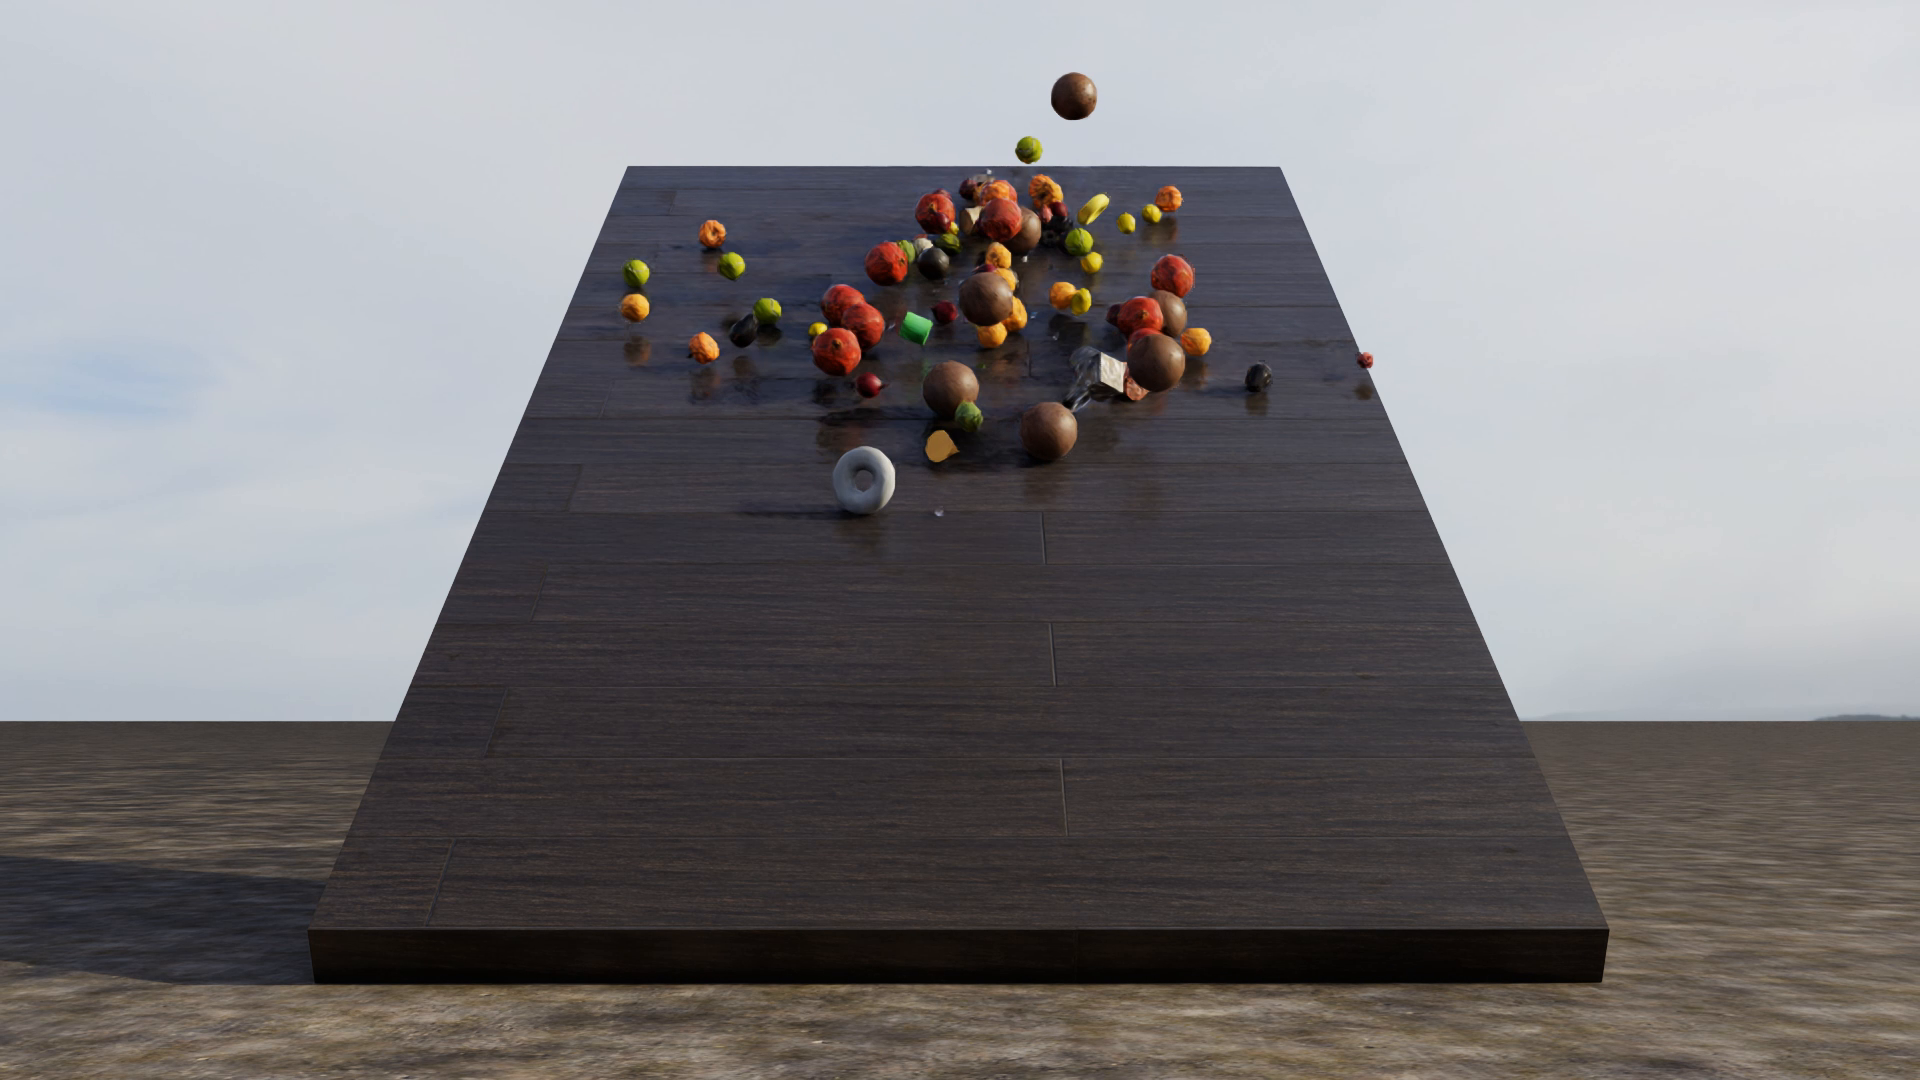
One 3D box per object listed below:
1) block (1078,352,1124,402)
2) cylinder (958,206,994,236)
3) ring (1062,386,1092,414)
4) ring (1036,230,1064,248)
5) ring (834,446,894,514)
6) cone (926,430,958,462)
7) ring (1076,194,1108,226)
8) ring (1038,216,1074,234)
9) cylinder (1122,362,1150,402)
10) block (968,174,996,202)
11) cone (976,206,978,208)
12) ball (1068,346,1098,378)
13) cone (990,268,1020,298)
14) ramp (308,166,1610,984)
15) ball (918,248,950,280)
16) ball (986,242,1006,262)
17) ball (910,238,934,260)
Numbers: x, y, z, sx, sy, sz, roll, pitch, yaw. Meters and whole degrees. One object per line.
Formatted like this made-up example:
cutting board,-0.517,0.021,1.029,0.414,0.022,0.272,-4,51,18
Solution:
block,0.325,-0.375,5.443,0.076,0.076,0.076,22,-31,-36
cylinder,0.046,-0.896,6.612,0.074,0.074,0.074,-14,4,-30
ring,0.268,-0.323,5.399,0.082,0.027,0.082,-34,-19,-14
ring,0.249,-0.834,6.531,0.083,0.028,0.083,10,30,-6
ring,-0.202,-0.126,4.960,0.144,0.144,0.048,-2,-5,24
cone,-0.025,-0.203,5.231,0.072,0.072,0.072,-4,-10,40
ring,0.374,-0.931,6.636,0.110,0.037,0.110,-41,-8,-7
ring,0.270,-0.886,6.635,0.102,0.034,0.102,-5,24,2
cylinder,0.401,-0.373,5.539,0.070,0.070,0.070,2,28,-28
block,0.062,-1.036,6.915,0.058,0.058,0.058,21,36,34
cone,0.044,-0.926,6.690,0.056,0.056,0.056,5,29,-3
ball,0.301,-0.423,5.631,0.082,0.082,0.082,0,-4,0
cone,0.102,-0.664,6.087,0.074,0.074,0.074,-3,3,38
ramp,-0.010,-0.229,5.436,2.000,0.100,4.000,0,26,0
ball,-0.071,-0.737,6.269,0.087,0.087,0.087,0,-4,0
ball,0.099,-0.781,6.399,0.055,0.055,0.055,0,-4,0
ball,-0.104,-0.792,6.410,0.064,0.064,0.064,0,-4,0
